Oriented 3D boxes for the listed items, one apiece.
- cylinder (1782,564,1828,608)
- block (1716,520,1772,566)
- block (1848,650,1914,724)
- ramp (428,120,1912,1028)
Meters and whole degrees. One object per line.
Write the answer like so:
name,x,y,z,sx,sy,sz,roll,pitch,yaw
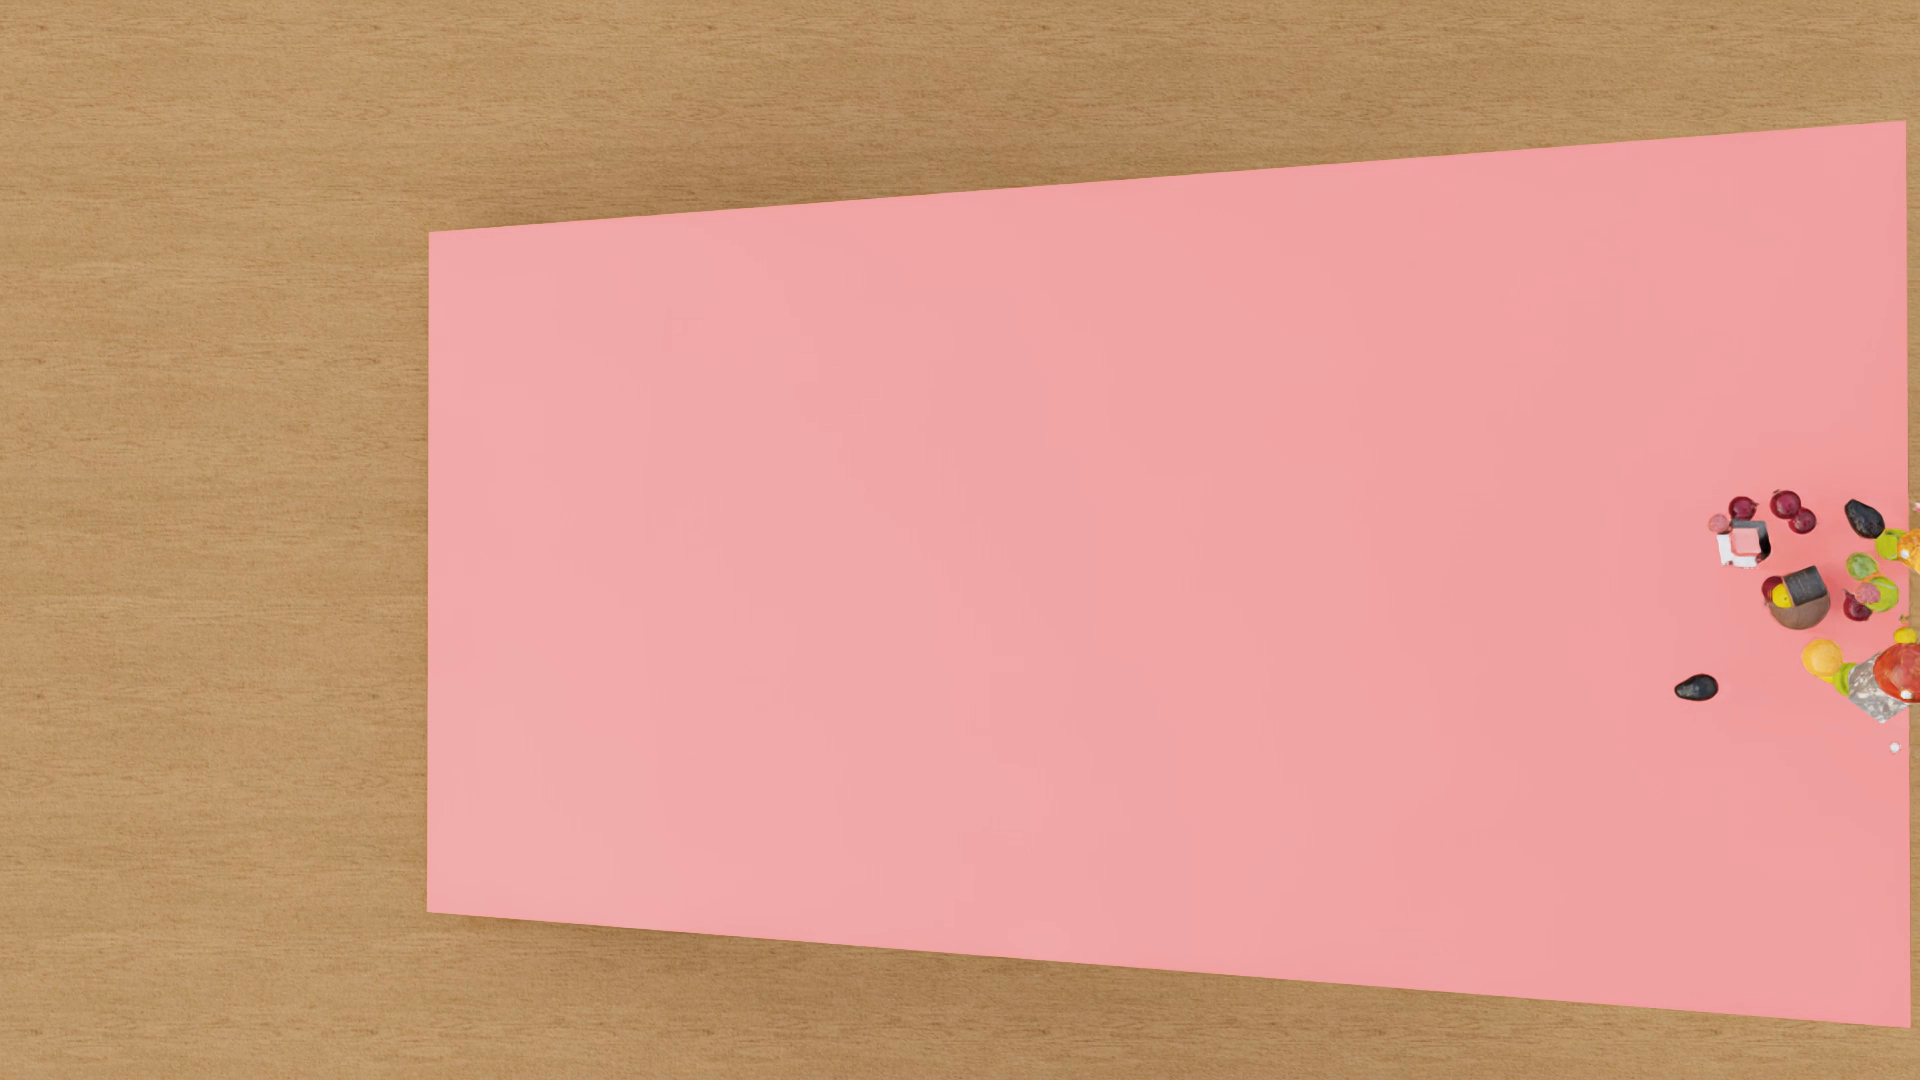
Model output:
cylinder,1.615,0.088,4.205,0.063,0.063,0.063,-23,89,15
block,1.731,0.007,4.855,0.078,0.078,0.078,1,67,-6
block,1.773,0.282,4.230,0.082,0.082,0.082,34,132,-8
ramp,0.283,0.083,5.705,4.000,0.100,2.000,0,89,24
